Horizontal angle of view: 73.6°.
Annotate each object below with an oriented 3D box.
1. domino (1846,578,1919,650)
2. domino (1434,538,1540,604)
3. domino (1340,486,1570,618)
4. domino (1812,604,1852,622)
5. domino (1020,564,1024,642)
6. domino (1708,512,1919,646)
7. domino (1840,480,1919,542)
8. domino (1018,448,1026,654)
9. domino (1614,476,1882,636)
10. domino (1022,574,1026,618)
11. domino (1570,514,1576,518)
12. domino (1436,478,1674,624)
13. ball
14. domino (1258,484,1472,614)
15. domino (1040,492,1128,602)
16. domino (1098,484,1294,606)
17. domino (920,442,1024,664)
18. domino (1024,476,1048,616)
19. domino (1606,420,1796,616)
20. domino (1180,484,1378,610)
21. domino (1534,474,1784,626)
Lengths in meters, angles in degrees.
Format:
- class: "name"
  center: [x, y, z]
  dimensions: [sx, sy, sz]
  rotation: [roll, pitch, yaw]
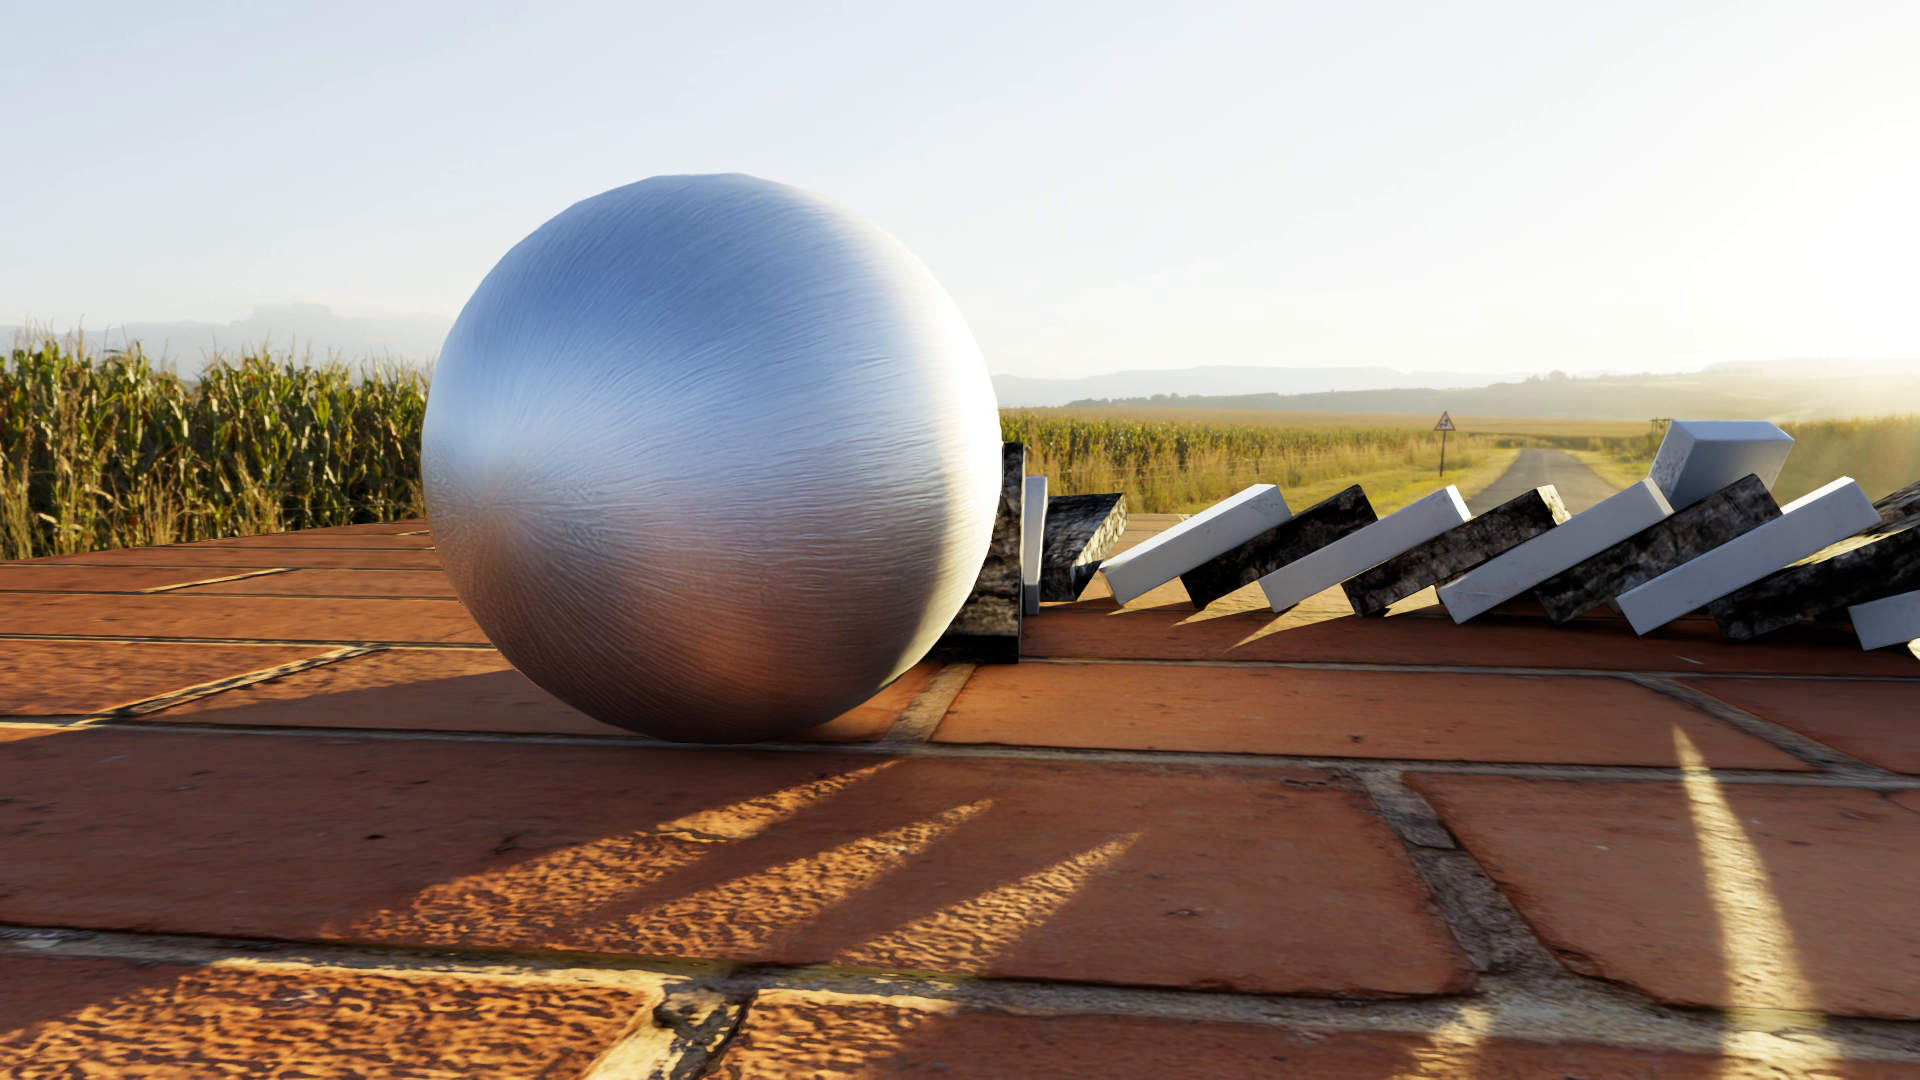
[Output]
- class: "domino"
  center: [0.210, 0.009, 0.260]
  dimensions: [0.050, 0.009, 0.025]
  rotation: [-22, -3, 34]
- class: "domino"
  center: [0.154, 0.007, 0.339]
  dimensions: [0.050, 0.009, 0.025]
  rotation: [-1, -28, -14]
- class: "domino"
  center: [0.120, 0.003, 0.312]
  dimensions: [0.050, 0.009, 0.025]
  rotation: [-31, -13, 30]
- class: "domino"
  center: [0.225, 0.000, 0.301]
  dimensions: [0.050, 0.009, 0.025]
  rotation: [-36, 4, -11]
- class: "domino"
  center: [0.002, 0.000, 0.287]
  dimensions: [0.025, 0.050, 0.009]
  rotation: [0, -39, 4]
- class: "domino"
  center: [0.186, 0.007, 0.271]
  dimensions: [0.050, 0.009, 0.025]
  rotation: [-28, -10, 28]
- class: "domino"
  center: [0.201, 0.003, 0.293]
  dimensions: [0.050, 0.009, 0.025]
  rotation: [-34, -10, 23]
- class: "domino"
  center: [0.001, 0.001, 0.274]
  dimensions: [0.025, 0.050, 0.009]
  rotation: [0, -39, 4]
- class: "domino"
  center: [0.171, 0.004, 0.280]
  dimensions: [0.050, 0.009, 0.025]
  rotation: [-34, -13, 28]
- class: "domino"
  center: [0.002, 0.001, 0.319]
  dimensions: [0.025, 0.010, 0.050]
  rotation: [-4, 35, 0]
- class: "domino"
  center: [0.176, 0.004, 0.360]
  dimensions: [0.050, 0.009, 0.025]
  rotation: [2, -34, 22]
- class: "domino"
  center: [0.139, 0.003, 0.301]
  dimensions: [0.050, 0.009, 0.025]
  rotation: [-35, -15, 29]
- class: "ball"
  center: [-0.034, -0.011, 0.184]
  dimensions: [0.080, 0.080, 0.080]
  rotation: [0, 4, 0]
- class: "domino"
  center: [0.102, 0.002, 0.324]
  dimensions: [0.050, 0.009, 0.025]
  rotation: [-29, -9, 24]
- class: "domino"
  center: [0.027, 0.002, 0.357]
  dimensions: [0.025, 0.009, 0.050]
  rotation: [-2, 24, 26]
- class: "domino"
  center: [0.062, 0.001, 0.344]
  dimensions: [0.050, 0.010, 0.025]
  rotation: [-27, 2, 3]
- class: "domino"
  center: [0.000, 0.002, 0.261]
  dimensions: [0.025, 0.050, 0.009]
  rotation: [0, -39, 4]
- class: "domino"
  center: [0.009, 0.001, 0.336]
  dimensions: [0.025, 0.009, 0.050]
  rotation: [0, 34, 7]
- class: "domino"
  center: [0.176, -0.005, 0.309]
  dimensions: [0.025, 0.050, 0.009]
  rotation: [-1, 34, -8]
- class: "domino"
  center: [0.083, 0.001, 0.335]
  dimensions: [0.050, 0.010, 0.025]
  rotation: [-28, -4, 15]
- class: "domino"
  center: [0.157, 0.002, 0.291]
  dimensions: [0.050, 0.010, 0.025]
  rotation: [-34, -13, 27]
